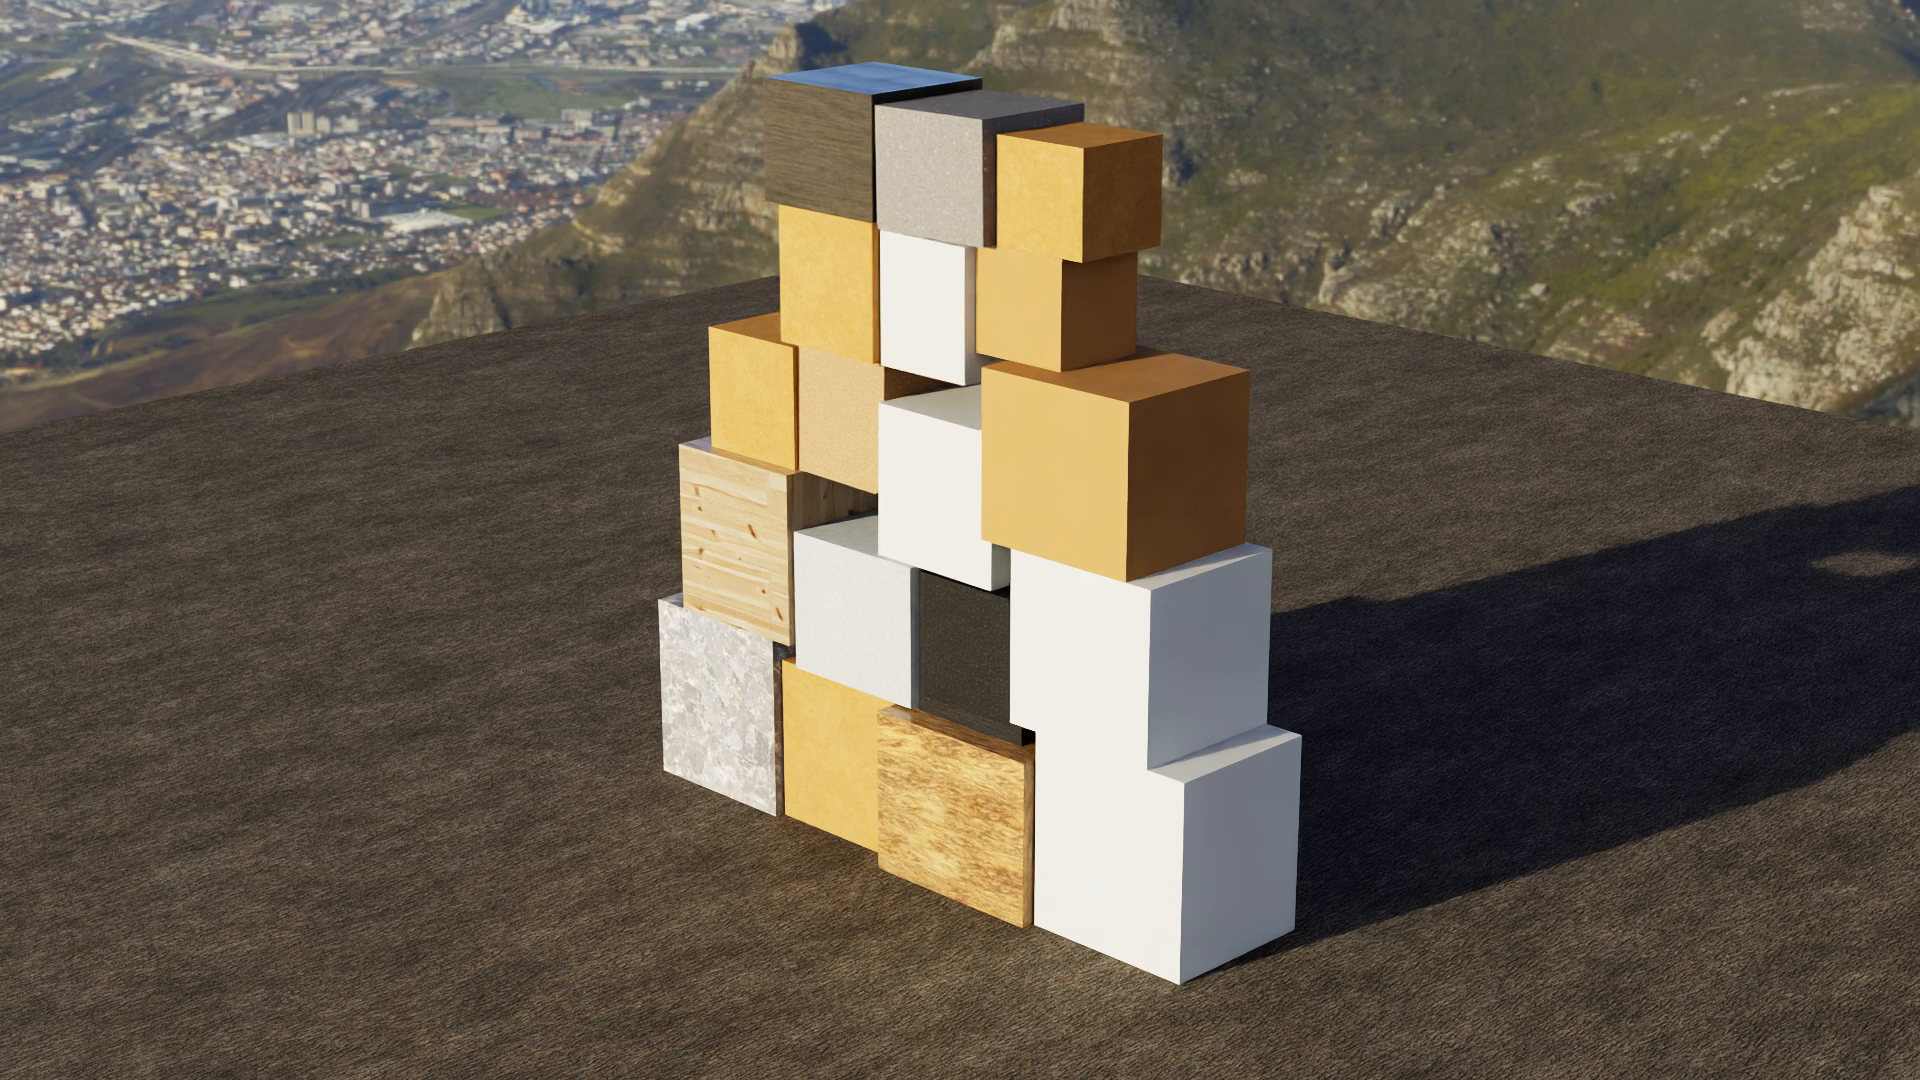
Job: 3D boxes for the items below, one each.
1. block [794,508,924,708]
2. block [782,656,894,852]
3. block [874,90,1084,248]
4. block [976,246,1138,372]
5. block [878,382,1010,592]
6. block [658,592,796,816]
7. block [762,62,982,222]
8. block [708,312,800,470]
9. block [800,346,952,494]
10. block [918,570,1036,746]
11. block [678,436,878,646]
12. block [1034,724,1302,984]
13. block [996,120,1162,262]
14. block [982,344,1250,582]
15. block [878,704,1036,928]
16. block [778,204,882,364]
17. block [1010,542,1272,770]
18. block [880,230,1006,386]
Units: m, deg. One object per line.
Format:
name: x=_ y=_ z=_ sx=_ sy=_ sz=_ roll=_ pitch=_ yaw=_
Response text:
block: x=-0.226 y=0.282 z=13.696 sx=0.767 sy=0.670 sz=0.774 roll=-17 pitch=24 yaw=-42
block: x=-0.326 y=0.954 z=13.992 sx=0.691 sy=0.790 sz=0.771 roll=-17 pitch=24 yaw=-42
block: x=0.087 y=-1.625 z=12.750 sx=0.631 sy=0.542 sz=0.652 roll=-17 pitch=23 yaw=-42
block: x=0.413 y=-1.040 z=12.592 sx=0.475 sy=0.486 sz=0.504 roll=-17 pitch=24 yaw=-42
block: x=0.130 y=-0.267 z=13.145 sx=0.689 sy=0.710 sz=0.711 roll=-17 pitch=25 yaw=-42
block: x=-0.913 y=0.730 z=14.518 sx=0.765 sy=0.902 sz=0.844 roll=-17 pitch=24 yaw=-42
block: x=-0.391 y=-1.803 z=13.209 sx=0.709 sy=0.561 sz=0.684 roll=17 pitch=24 yaw=42
block: x=-0.762 y=-0.728 z=13.902 sx=0.602 sy=0.583 sz=0.591 roll=-17 pitch=24 yaw=-42
block: x=-0.345 y=-0.610 z=13.497 sx=0.555 sy=0.612 sz=0.563 roll=-17 pitch=25 yaw=-42
block: x=0.261 y=0.457 z=13.195 sx=0.619 sy=0.663 sz=0.643 roll=-17 pitch=24 yaw=-42
block: x=-0.801 y=-0.062 z=14.144 sx=0.769 sy=0.833 sz=0.769 roll=-17 pitch=24 yaw=-42
block: x=0.900 y=1.269 z=12.781 sx=0.772 sy=0.915 sz=0.846 roll=-17 pitch=24 yaw=-42
block: x=0.503 y=-1.476 z=12.376 sx=0.492 sy=0.475 sz=0.494 roll=-17 pitch=24 yaw=-42
block: x=0.658 y=-0.359 z=12.514 sx=0.765 sy=0.766 sz=0.838 roll=-17 pitch=24 yaw=-42
block: x=0.267 y=1.146 z=13.404 sx=0.896 sy=0.776 sz=0.922 roll=-17 pitch=24 yaw=-42
block: x=-0.358 y=-1.218 z=13.341 sx=0.610 sy=0.632 sz=0.687 roll=17 pitch=24 yaw=42
block: x=0.776 y=0.417 z=12.643 sx=0.786 sy=0.793 sz=0.794 roll=-17 pitch=24 yaw=-42
block: x=0.032 y=-1.070 z=12.945 sx=0.558 sy=0.607 sz=0.523 roll=-17 pitch=24 yaw=-42
